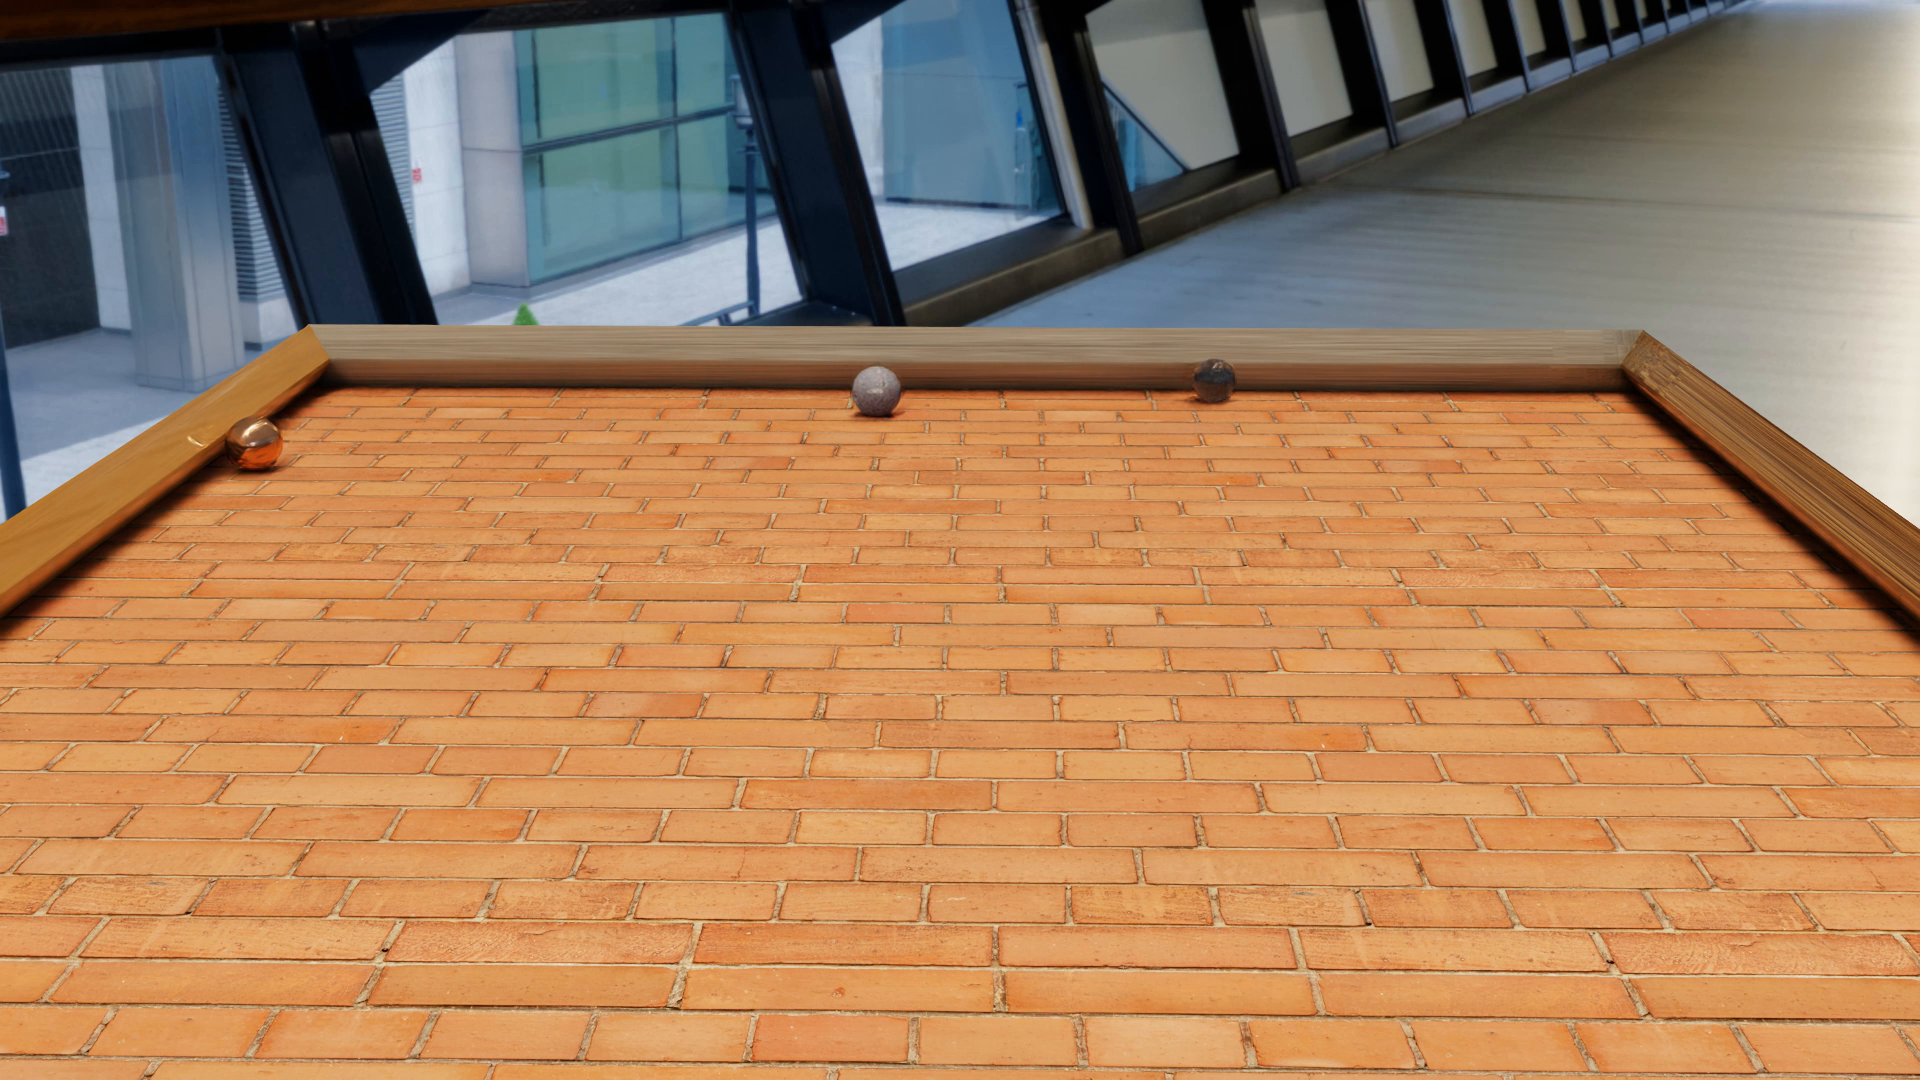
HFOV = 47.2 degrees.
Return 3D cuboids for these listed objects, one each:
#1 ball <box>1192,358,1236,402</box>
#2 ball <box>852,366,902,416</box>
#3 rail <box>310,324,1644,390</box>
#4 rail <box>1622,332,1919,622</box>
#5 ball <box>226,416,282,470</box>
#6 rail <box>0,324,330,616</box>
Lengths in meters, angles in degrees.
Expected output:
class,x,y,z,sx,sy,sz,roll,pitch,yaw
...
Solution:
class,x,y,z,sx,sy,sz,roll,pitch,yaw
ball,0.423,-0.266,3.667,0.072,0.072,0.072,0,17,0
ball,-0.135,-0.242,3.570,0.081,0.081,0.081,0,17,0
rail,0.020,-0.304,3.731,2.271,0.105,0.045,0,17,1
rail,1.091,0.288,1.779,0.045,0.105,4.084,0,17,1
ball,-1.041,-0.142,3.242,0.081,0.081,0.081,0,17,0
rail,-1.132,0.275,1.822,0.045,0.105,4.084,0,17,1
